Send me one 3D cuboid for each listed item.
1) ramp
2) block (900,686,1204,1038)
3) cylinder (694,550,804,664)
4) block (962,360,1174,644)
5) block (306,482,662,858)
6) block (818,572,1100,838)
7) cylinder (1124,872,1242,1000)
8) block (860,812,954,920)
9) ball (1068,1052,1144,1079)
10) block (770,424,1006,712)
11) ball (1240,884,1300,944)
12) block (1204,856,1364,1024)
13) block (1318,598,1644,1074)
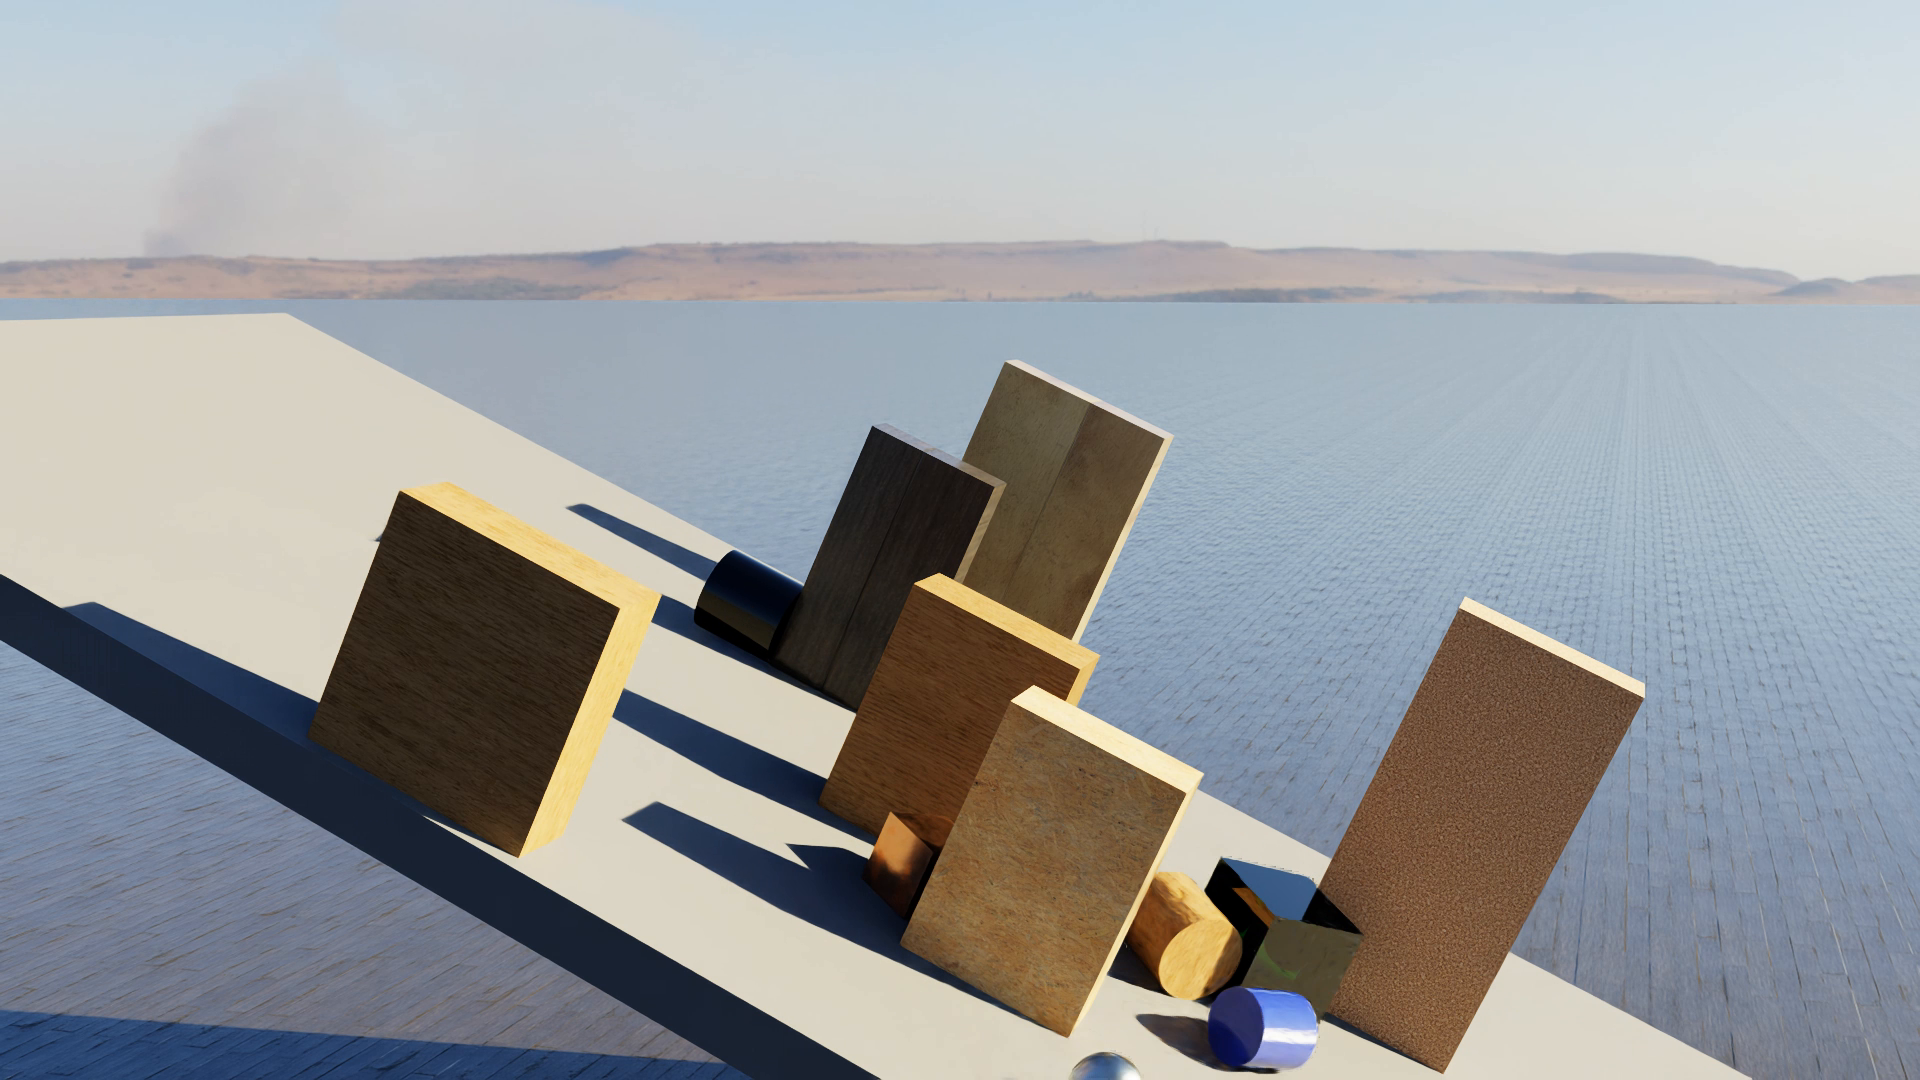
[{"bbox_3d":[-0.274,0.470,4.176,4.000,0.100,2.000,27,14,12],"label":"ramp"},{"bbox_3d":[0.145,0.513,3.529,0.310,0.451,0.138,27,14,12],"label":"block"},{"bbox_3d":[-0.432,0.139,4.587,0.178,0.178,0.178,27,13,11],"label":"cylinder"},{"bbox_3d":[0.144,0.008,4.911,0.393,0.716,0.102,27,14,12],"label":"block"},{"bbox_3d":[-0.724,0.192,3.339,0.392,0.422,0.141,27,14,12],"label":"block"},{"bbox_3d":[-0.004,0.341,3.943,0.331,0.450,0.146,27,14,12],"label":"block"},{"bbox_3d":[0.387,0.695,3.871,0.162,0.162,0.162,-3,23,-22],"label":"cylinder"},{"bbox_3d":[-0.059,0.553,3.721,0.130,0.130,0.130,12,18,-42],"label":"block"},{"bbox_3d":[0.213,0.810,3.224,0.116,0.116,0.116,0,7,0],"label":"ball"},{"bbox_3d":[-0.150,0.072,4.514,0.283,0.551,0.089,27,14,12],"label":"block"},{"bbox_3d":[0.589,0.711,4.176,0.113,0.113,0.113,0,7,0],"label":"ball"},{"bbox_3d":[0.552,0.725,3.947,0.204,0.204,0.204,17,15,-28],"label":"block"},{"bbox_3d":[0.902,0.538,4.011,0.350,0.784,0.139,27,14,12],"label":"block"}]
